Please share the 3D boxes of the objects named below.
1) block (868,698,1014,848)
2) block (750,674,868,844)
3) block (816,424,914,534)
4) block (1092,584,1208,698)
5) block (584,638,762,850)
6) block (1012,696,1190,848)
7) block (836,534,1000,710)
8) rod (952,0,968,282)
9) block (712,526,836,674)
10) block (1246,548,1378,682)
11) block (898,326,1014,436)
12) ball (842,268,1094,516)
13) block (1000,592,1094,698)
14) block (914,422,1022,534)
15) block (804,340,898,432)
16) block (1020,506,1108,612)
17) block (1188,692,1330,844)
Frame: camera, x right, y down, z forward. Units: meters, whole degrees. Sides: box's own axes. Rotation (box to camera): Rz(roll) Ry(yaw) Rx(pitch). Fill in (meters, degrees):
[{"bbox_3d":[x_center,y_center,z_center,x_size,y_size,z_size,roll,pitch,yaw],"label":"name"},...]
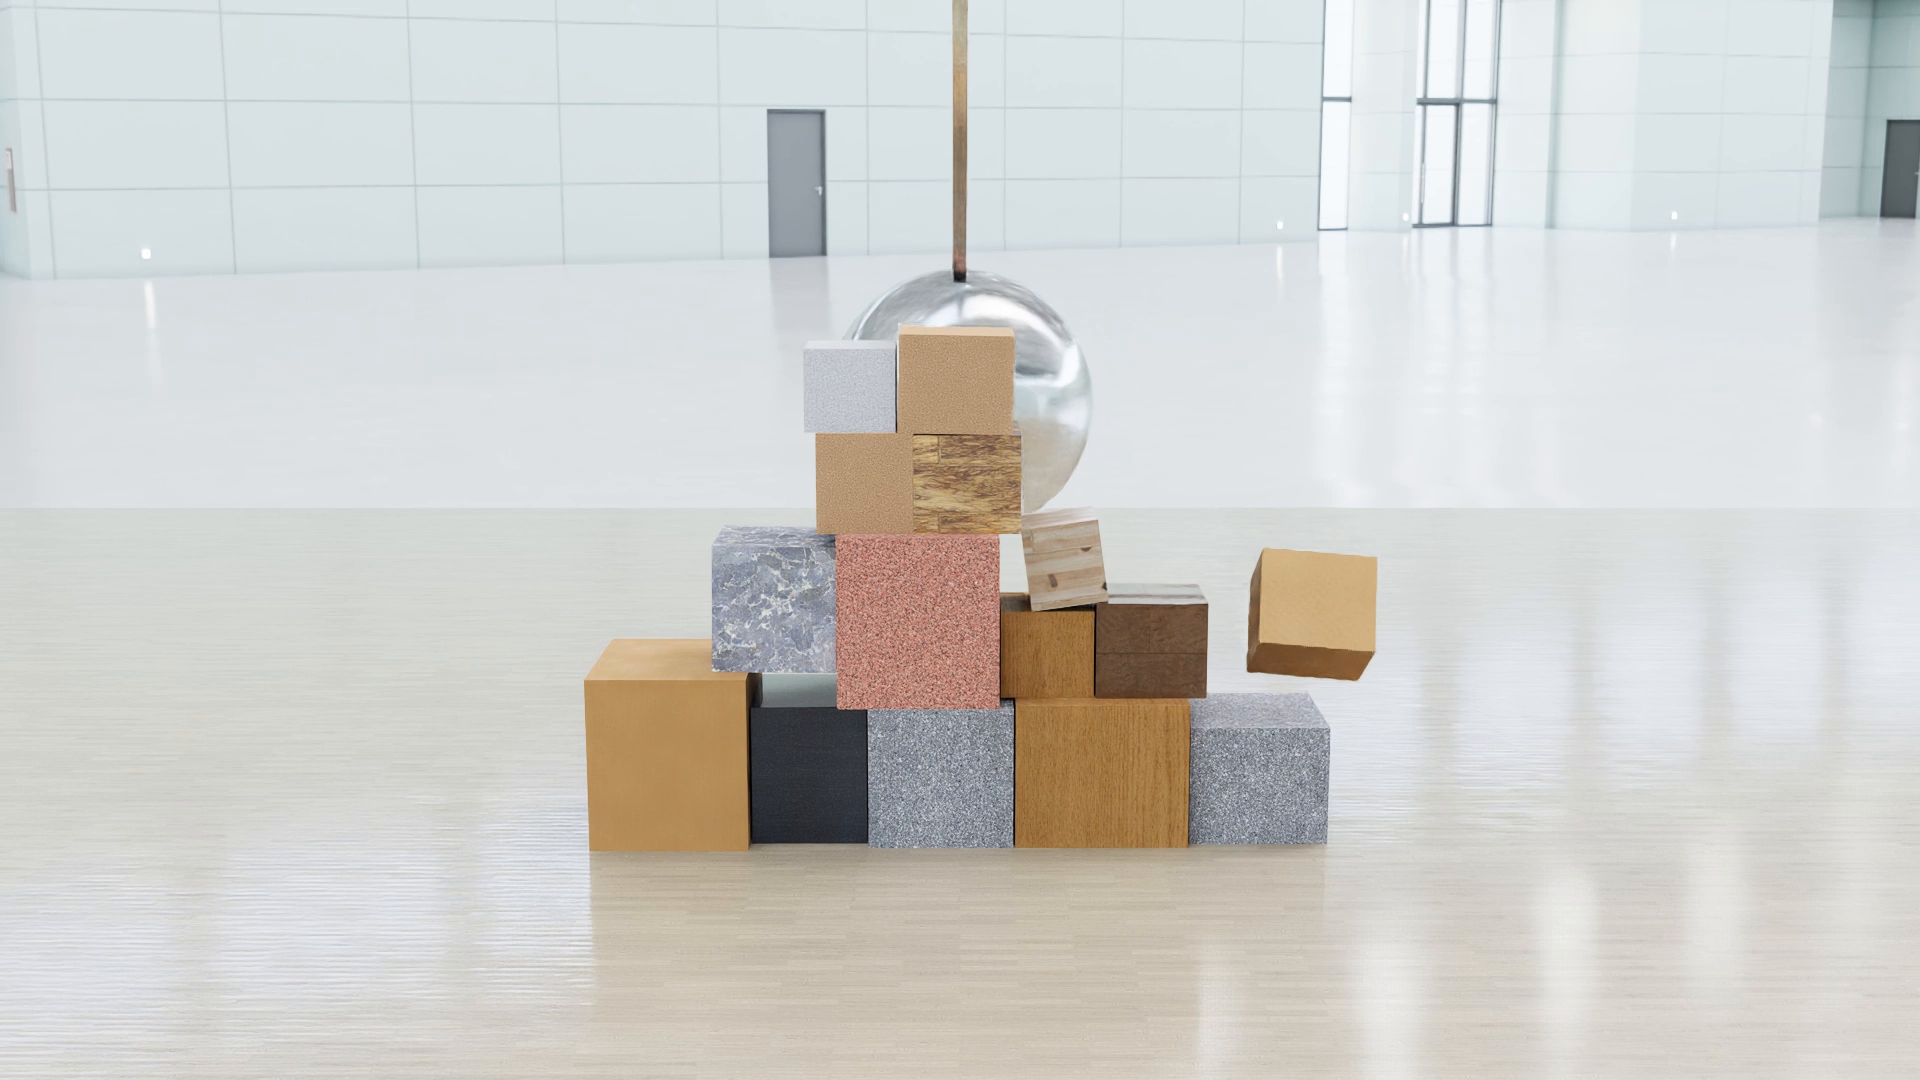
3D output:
[{"bbox_3d":[-0.096,1.127,11.366,0.726,0.716,0.772,0,10,0],"label":"block"},{"bbox_3d":[-0.759,1.124,11.403,0.580,0.709,0.701,0,10,0],"label":"block"},{"bbox_3d":[-0.473,-0.321,11.102,0.482,0.502,0.493,0,10,0],"label":"block"},{"bbox_3d":[0.962,0.512,11.276,0.558,0.487,0.516,0,10,0],"label":"block"},{"bbox_3d":[-1.457,1.042,11.378,0.797,0.879,0.917,0,10,0],"label":"block"},{"bbox_3d":[0.711,1.111,11.397,0.868,0.736,0.837,0,10,0],"label":"block"},{"bbox_3d":[-0.208,0.347,11.242,0.807,0.863,0.782,0,10,0],"label":"block"},{"bbox_3d":[0.000,-3.750,11.412,0.080,5.200,0.080,0,31,0],"label":"rod"},{"bbox_3d":[-0.926,0.296,11.247,0.620,0.639,0.599,1,10,0],"label":"block"},{"bbox_3d":[1.786,0.383,11.188,0.575,0.501,0.499,5,-21,1],"label":"block"},{"bbox_3d":[-0.022,-0.805,11.022,0.566,0.487,0.509,1,10,0],"label":"block"},{"bbox_3d":[0.000,-0.821,13.139,1.600,1.600,1.600,0,10,0],"label":"ball"},{"bbox_3d":[0.439,0.533,11.292,0.467,0.440,0.500,0,10,0],"label":"block"},{"bbox_3d":[0.034,-0.321,11.130,0.533,0.492,0.552,0,10,0],"label":"block"},{"bbox_3d":[-0.545,-0.774,11.036,0.451,0.414,0.454,0,10,0],"label":"block"},{"bbox_3d":[0.522,0.091,11.178,0.387,0.419,0.416,-8,10,1],"label":"block"},{"bbox_3d":[1.505,1.176,11.411,0.700,0.604,0.713,0,10,0],"label":"block"}]
